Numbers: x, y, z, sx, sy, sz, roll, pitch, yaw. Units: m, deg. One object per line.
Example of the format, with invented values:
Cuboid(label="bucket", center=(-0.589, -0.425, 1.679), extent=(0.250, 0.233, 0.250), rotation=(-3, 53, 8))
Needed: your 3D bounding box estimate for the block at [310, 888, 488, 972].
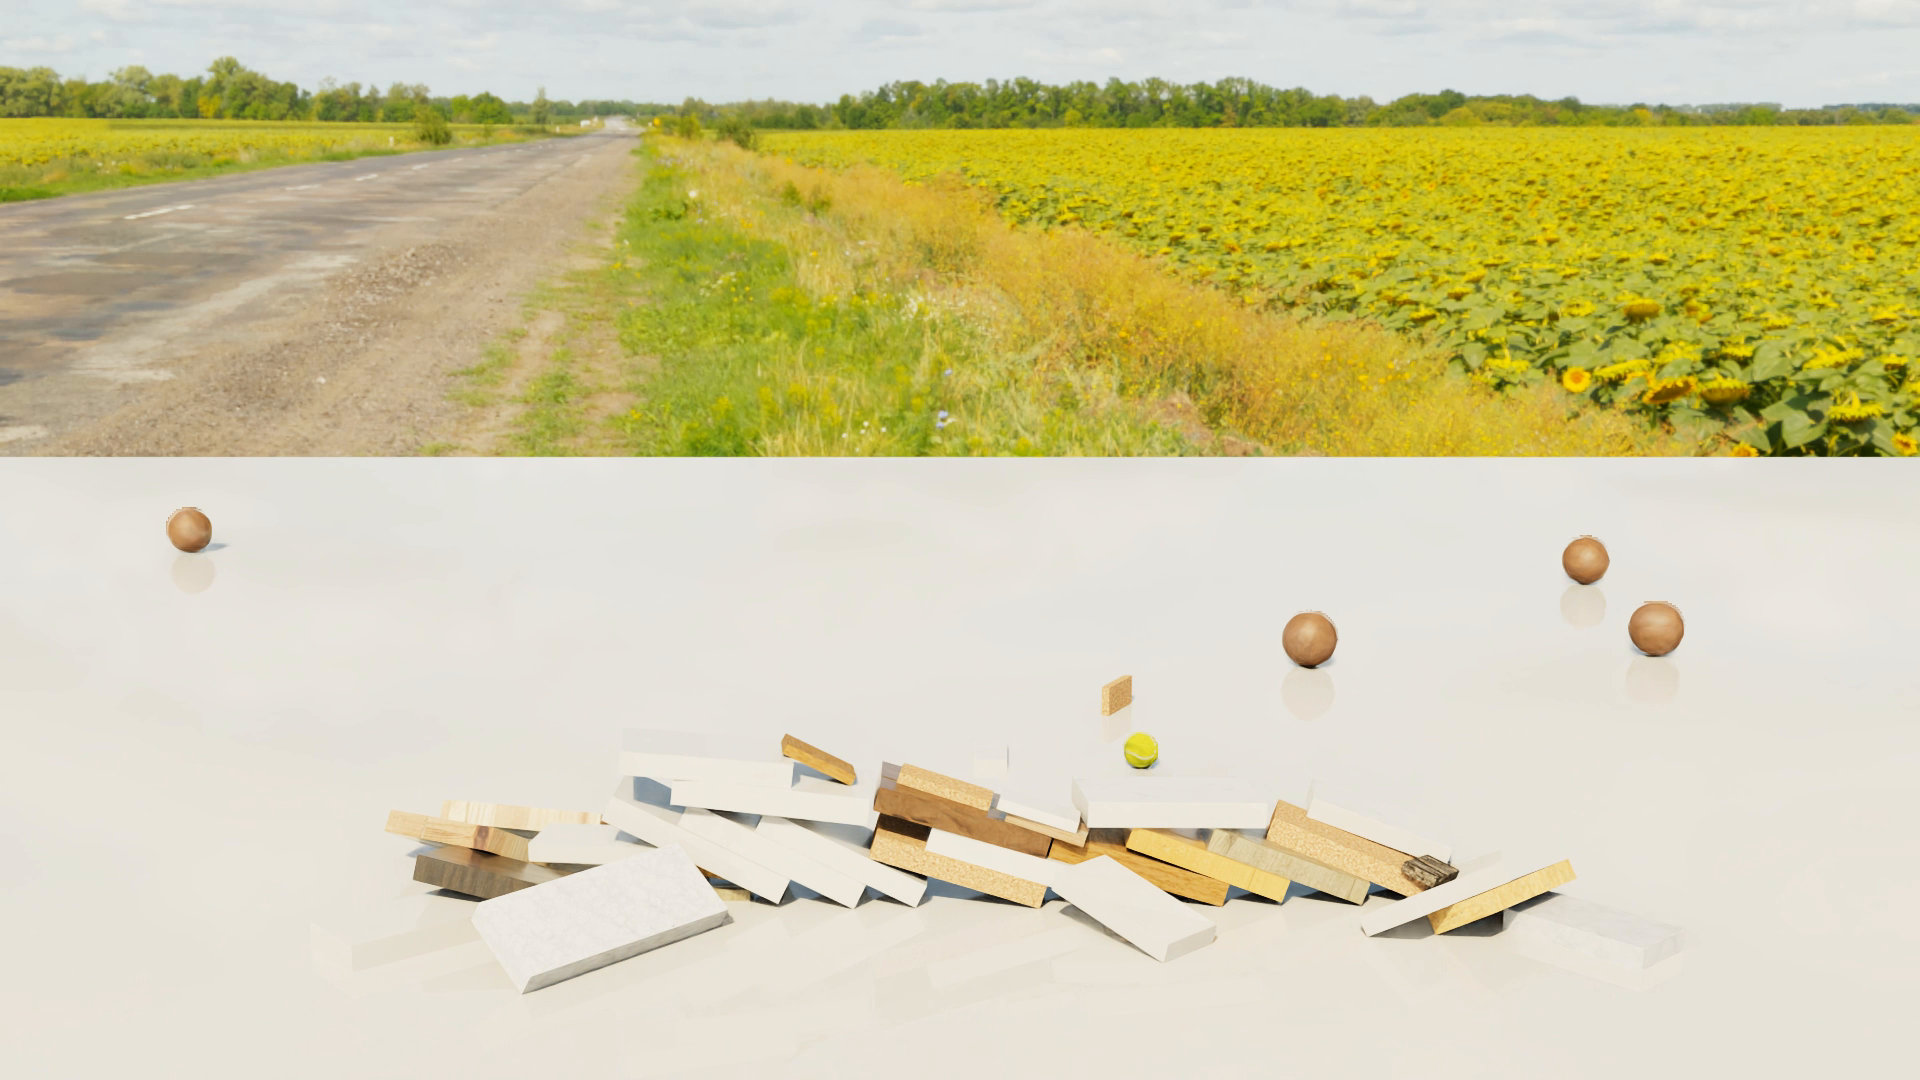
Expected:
Cuboid(label="block", center=(-0.853, 0.606, 3.469), extent=(0.295, 0.042, 0.148), rotation=(-9, 14, -40))

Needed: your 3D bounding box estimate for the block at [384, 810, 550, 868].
Cuboid(label="block", center=(-0.838, 0.512, 3.752), extent=(0.277, 0.039, 0.139), rotation=(2, -19, 39))

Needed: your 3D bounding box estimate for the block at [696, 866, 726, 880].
Cuboid(label="block", center=(-0.452, 0.537, 3.667), extent=(0.138, 0.020, 0.069), rotation=(7, 11, -1))

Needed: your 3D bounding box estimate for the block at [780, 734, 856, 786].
Cuboid(label="block", center=(-0.233, 0.361, 3.620), extent=(0.126, 0.018, 0.063), rotation=(27, 7, -12))

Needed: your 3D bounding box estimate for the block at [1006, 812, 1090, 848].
Cuboid(label="block", center=(0.145, 0.464, 3.599), extent=(0.134, 0.019, 0.067), rotation=(18, 11, 7))

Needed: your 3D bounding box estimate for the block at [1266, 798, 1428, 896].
Cuboid(label="block", center=(0.651, 0.518, 3.684), extent=(0.272, 0.039, 0.136), rotation=(22, 10, 8))

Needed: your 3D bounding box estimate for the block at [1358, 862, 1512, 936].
Cuboid(label="block", center=(0.760, 0.573, 3.512), extent=(0.239, 0.034, 0.120), rotation=(-9, -17, -42))

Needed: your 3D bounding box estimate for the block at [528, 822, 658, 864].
Cuboid(label="block", center=(-0.596, 0.506, 3.659), extent=(0.217, 0.031, 0.108), rotation=(1, 11, 9))

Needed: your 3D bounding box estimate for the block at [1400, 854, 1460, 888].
Cuboid(label="block", center=(0.775, 0.545, 3.624), extent=(0.060, 0.017, 0.120), rotation=(26, 11, 28))

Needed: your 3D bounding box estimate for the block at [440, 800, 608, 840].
Cuboid(label="block", center=(-0.755, 0.497, 3.854), extent=(0.277, 0.039, 0.139), rotation=(5, -15, 3))

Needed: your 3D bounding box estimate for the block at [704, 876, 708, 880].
Cuboid(label="block", center=(-0.492, 0.560, 3.669), extent=(0.138, 0.020, 0.069), rotation=(1, 10, 5))

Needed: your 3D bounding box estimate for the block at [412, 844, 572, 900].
Cuboid(label="block", center=(-0.712, 0.552, 3.546), extent=(0.295, 0.042, 0.148), rotation=(12, 0, 11))

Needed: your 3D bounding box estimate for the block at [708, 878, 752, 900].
Cuboid(label="block", center=(-0.416, 0.580, 3.667), extent=(0.138, 0.020, 0.069), rotation=(0, 11, 1))

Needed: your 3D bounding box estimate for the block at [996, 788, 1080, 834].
Cuboid(label="block", center=(0.129, 0.441, 3.589), extent=(0.134, 0.019, 0.067), rotation=(17, 11, 3))

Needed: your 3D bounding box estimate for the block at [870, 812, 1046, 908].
Cuboid(label="block", center=(-0.002, 0.529, 3.660), extent=(0.292, 0.041, 0.146), rotation=(17, 10, -2))

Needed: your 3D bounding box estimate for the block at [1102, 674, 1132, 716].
Cuboid(label="block", center=(0.345, 0.341, 4.836), extent=(0.018, 0.063, 0.126), rotation=(5, 12, 27))

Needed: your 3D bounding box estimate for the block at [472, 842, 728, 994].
Cuboid(label="block", center=(-0.551, 0.580, 3.400), extent=(0.386, 0.042, 0.148), rotation=(-11, 50, -46))

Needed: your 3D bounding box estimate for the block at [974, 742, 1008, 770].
Cuboid(label="block", center=(0.062, 0.435, 4.450), extent=(0.067, 0.019, 0.134), rotation=(0, 11, 1))

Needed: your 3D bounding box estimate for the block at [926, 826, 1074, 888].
Cuboid(label="block", center=(0.093, 0.514, 3.657), extent=(0.298, 0.042, 0.149), rotation=(17, 10, -2))

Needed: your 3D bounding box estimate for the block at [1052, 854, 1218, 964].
Cuboid(label="block", center=(0.274, 0.580, 3.471), extent=(0.120, 0.034, 0.239), rotation=(-10, 29, -44))

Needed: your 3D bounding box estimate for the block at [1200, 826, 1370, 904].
Cuboid(label="block", center=(0.539, 0.523, 3.662), extent=(0.272, 0.039, 0.136), rotation=(20, 10, -3))

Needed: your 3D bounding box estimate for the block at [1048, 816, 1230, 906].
Cuboid(label="block", center=(0.294, 0.527, 3.670), extent=(0.298, 0.042, 0.149), rotation=(16, 10, -2))

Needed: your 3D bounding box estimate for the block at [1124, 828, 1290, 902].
Cuboid(label="block", center=(0.407, 0.517, 3.657), extent=(0.272, 0.039, 0.136), rotation=(20, 10, -2))

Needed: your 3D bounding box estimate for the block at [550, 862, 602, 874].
Cuboid(label="block", center=(-0.610, 0.553, 3.786), extent=(0.217, 0.031, 0.108), rotation=(1, 11, 7))

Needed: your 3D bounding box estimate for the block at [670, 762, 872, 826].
Cuboid(label="block", center=(-0.307, 0.407, 3.622), extent=(0.319, 0.045, 0.159), rotation=(7, 11, -2))

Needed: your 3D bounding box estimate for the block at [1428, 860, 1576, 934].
Cuboid(label="block", center=(0.870, 0.571, 3.522), extent=(0.239, 0.034, 0.120), rotation=(-10, -17, -42))

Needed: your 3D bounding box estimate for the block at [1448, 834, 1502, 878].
Cuboid(label="block", center=(0.806, 0.540, 3.844), extent=(0.123, 0.035, 0.246), rotation=(-9, 14, -40))

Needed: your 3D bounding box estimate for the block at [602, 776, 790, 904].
Cuboid(label="block", center=(-0.428, 0.490, 3.653), extent=(0.319, 0.045, 0.159), rotation=(26, 10, -4))

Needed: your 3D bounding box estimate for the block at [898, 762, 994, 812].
Cuboid(label="block", center=(-0.024, 0.407, 3.630), extent=(0.157, 0.018, 0.063), rotation=(17, 10, 1))

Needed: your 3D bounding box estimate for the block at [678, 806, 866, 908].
Cuboid(label="block", center=(-0.305, 0.499, 3.659), extent=(0.319, 0.045, 0.159), rotation=(26, 10, -4))

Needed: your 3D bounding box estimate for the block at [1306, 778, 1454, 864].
Cuboid(label="block", center=(0.715, 0.482, 3.760), extent=(0.246, 0.035, 0.123), rotation=(20, 13, 5))

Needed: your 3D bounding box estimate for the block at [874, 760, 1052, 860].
Cuboid(label="block", center=(0.004, 0.446, 3.639), extent=(0.292, 0.041, 0.146), rotation=(16, 10, -4))

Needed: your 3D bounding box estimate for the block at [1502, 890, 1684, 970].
Cuboid(label="block", center=(0.995, 0.612, 3.458), extent=(0.123, 0.035, 0.246), rotation=(-10, 14, -42))

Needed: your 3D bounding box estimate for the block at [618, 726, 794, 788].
Cuboid(label="block", center=(-0.416, 0.355, 3.598), extent=(0.277, 0.039, 0.139), rotation=(5, 11, -8))

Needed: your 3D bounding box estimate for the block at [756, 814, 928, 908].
Cuboid(label="block", center=(-0.193, 0.507, 3.657), extent=(0.292, 0.041, 0.146), rotation=(26, 10, -4))

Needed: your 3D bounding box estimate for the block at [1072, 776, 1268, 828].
Cuboid(label="block", center=(0.345, 0.435, 3.650), extent=(0.298, 0.042, 0.149), rotation=(1, 10, -8))
